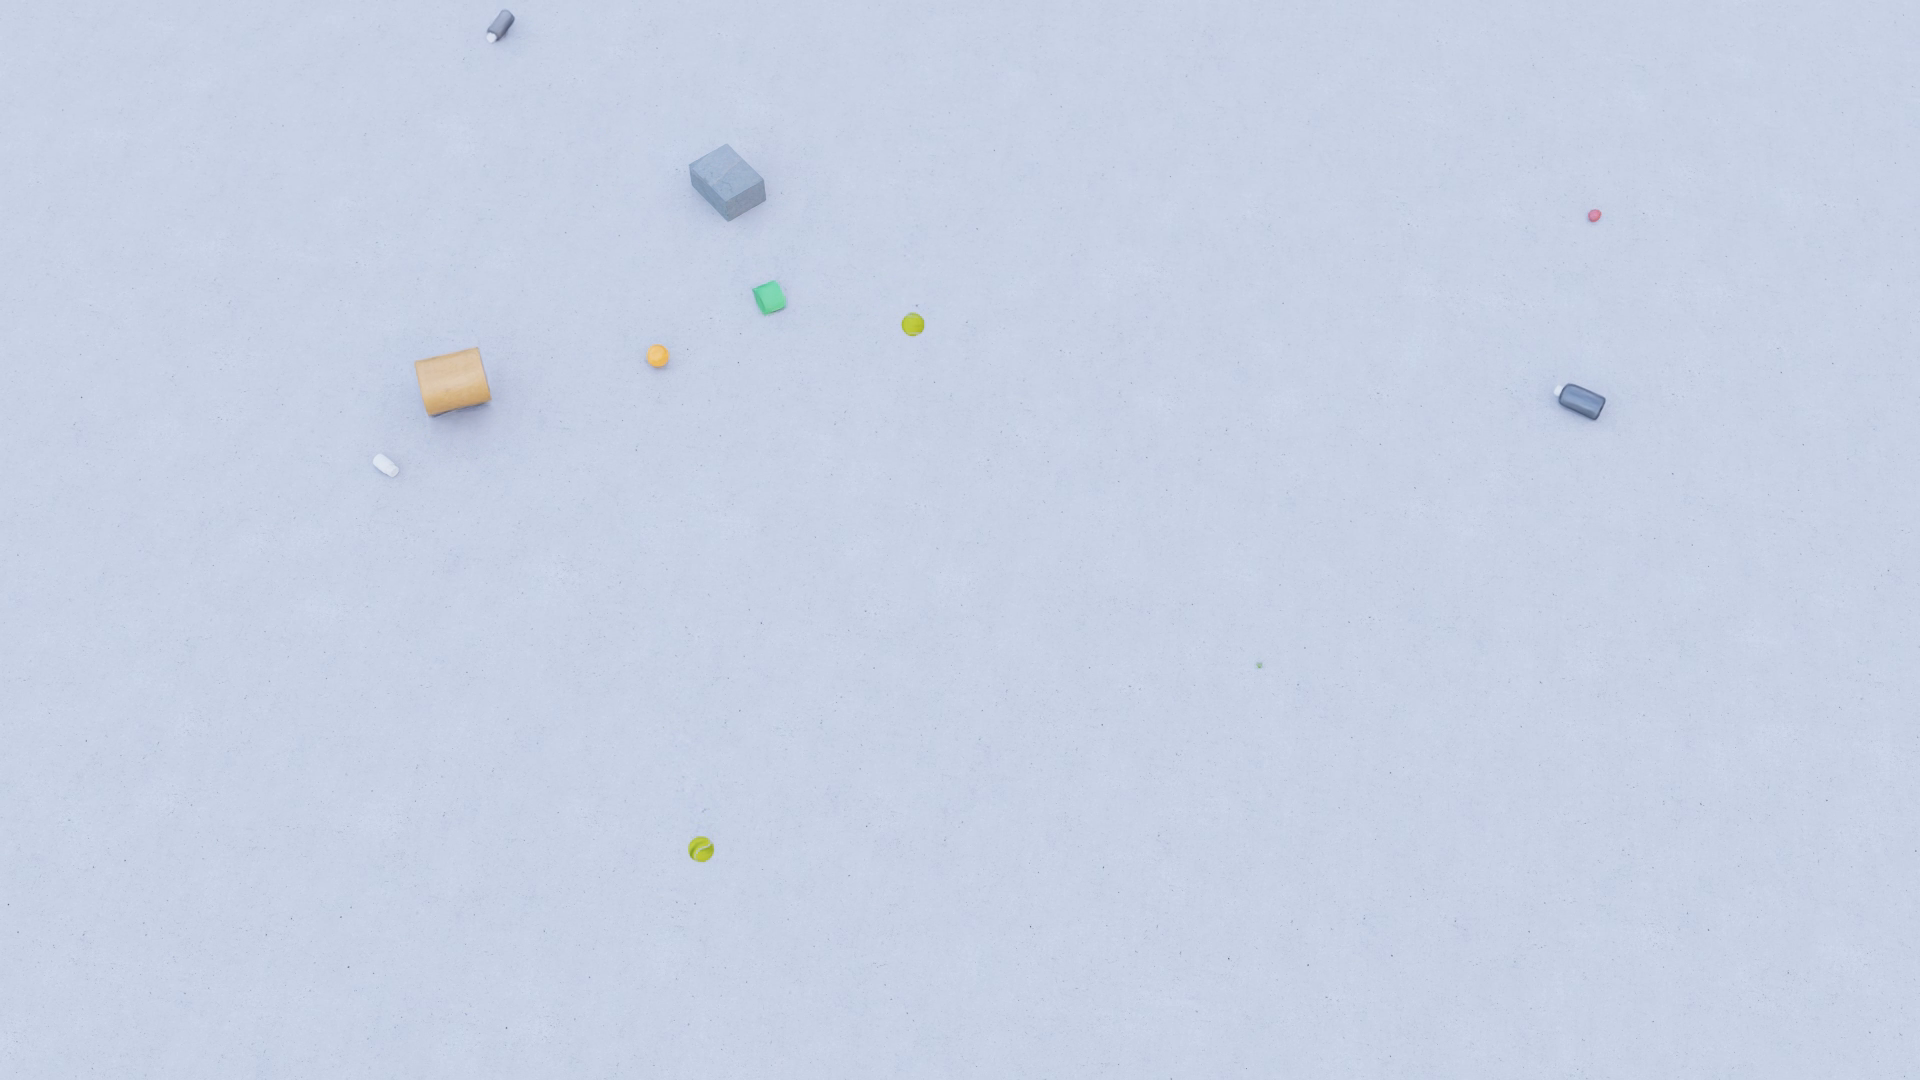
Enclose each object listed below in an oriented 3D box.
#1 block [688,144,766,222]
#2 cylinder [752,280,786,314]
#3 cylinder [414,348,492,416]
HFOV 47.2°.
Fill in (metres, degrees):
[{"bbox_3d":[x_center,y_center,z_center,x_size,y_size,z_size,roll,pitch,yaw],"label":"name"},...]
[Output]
[{"bbox_3d":[-0.773,-1.189,7.311,0.155,0.100,0.211,-34,62,-20],"label":"block"},{"bbox_3d":[-0.610,-0.779,7.053,0.073,0.070,0.096,-25,71,-16],"label":"cylinder"},{"bbox_3d":[-1.566,-0.490,6.799,0.198,0.172,0.173,-14,27,-9],"label":"cylinder"}]
